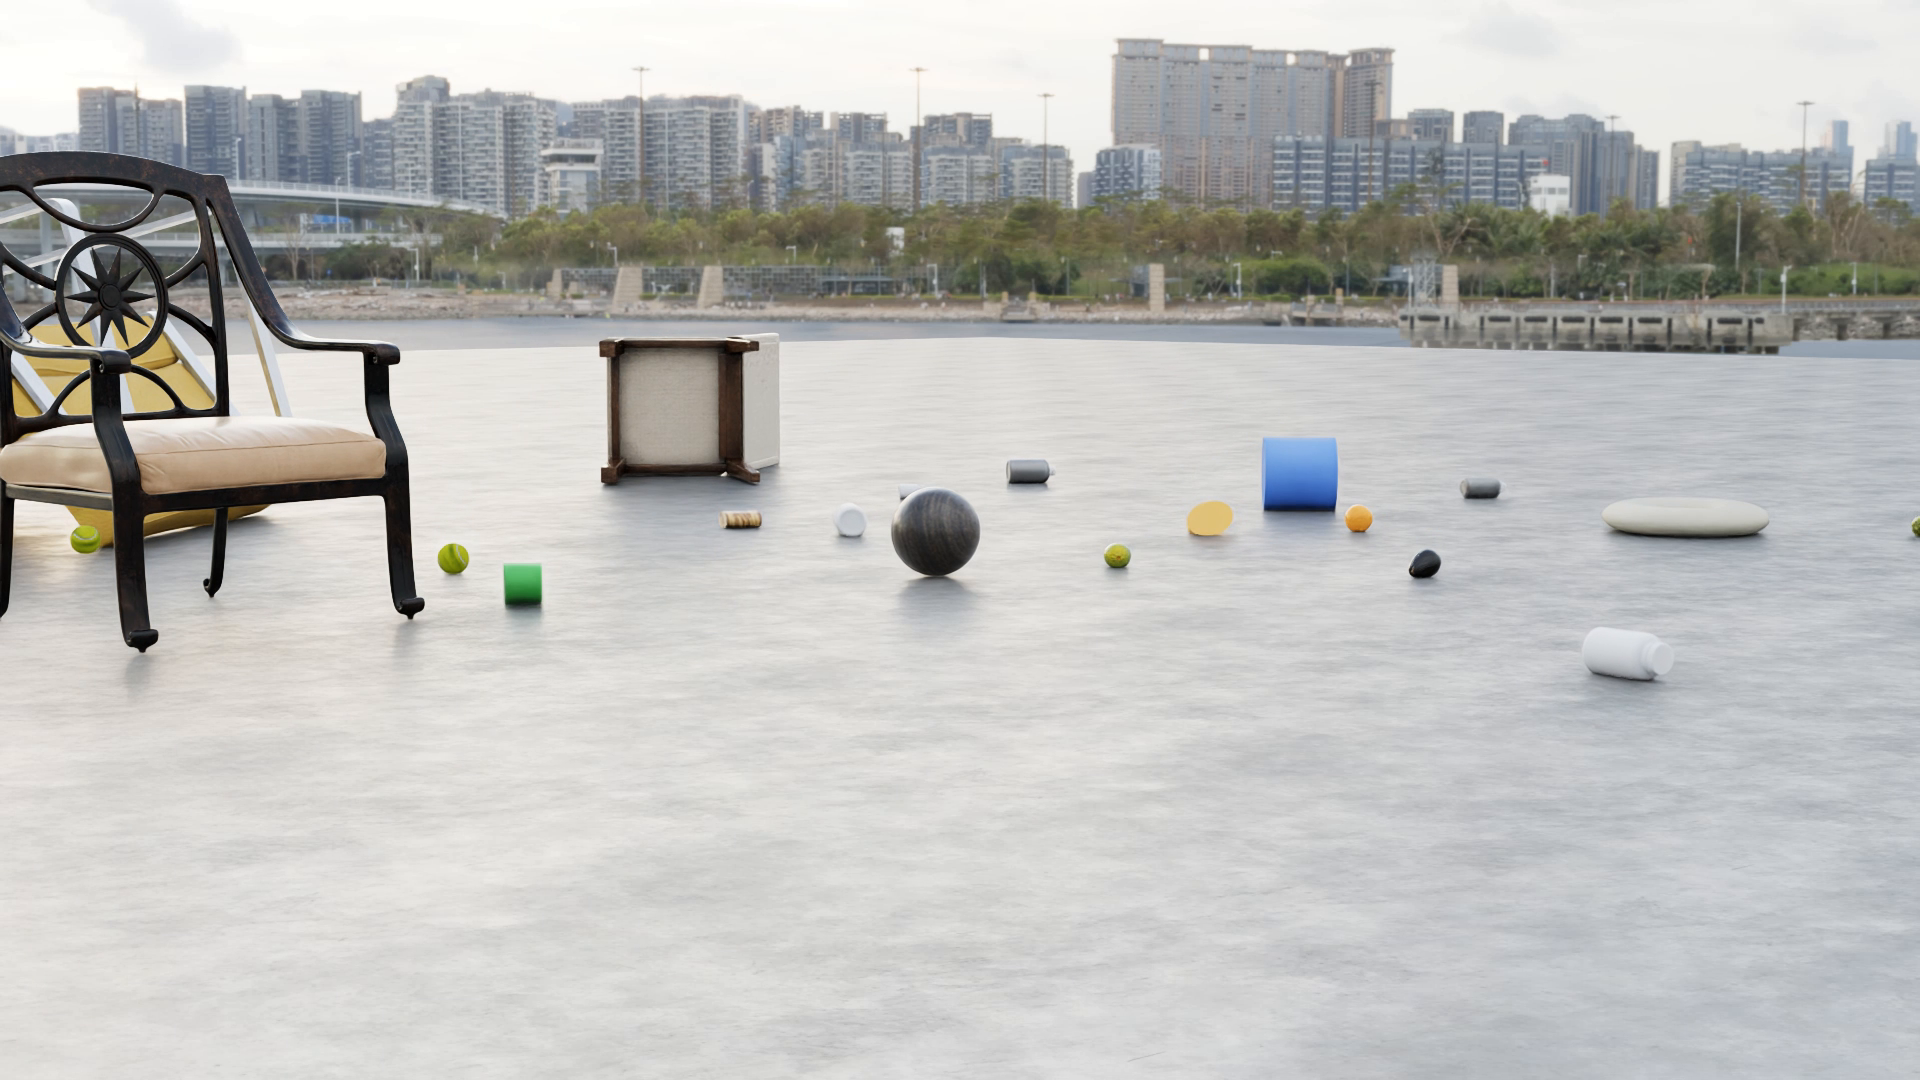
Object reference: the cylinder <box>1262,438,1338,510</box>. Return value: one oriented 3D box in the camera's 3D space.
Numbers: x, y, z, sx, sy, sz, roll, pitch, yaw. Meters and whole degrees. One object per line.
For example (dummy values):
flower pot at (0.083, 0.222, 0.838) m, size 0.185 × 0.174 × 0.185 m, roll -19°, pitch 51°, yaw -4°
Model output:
cylinder at (0.959, -0.188, 7.257) m, size 0.201 × 0.196 × 0.204 m, roll 0°, pitch 50°, yaw 3°

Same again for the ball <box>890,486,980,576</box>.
ball at (-0.054, -0.019, 5.634) m, size 0.197 × 0.197 × 0.197 m, roll 0°, pitch 6°, yaw 0°

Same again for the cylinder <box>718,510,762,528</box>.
cylinder at (-0.577, -0.055, 6.731) m, size 0.095 × 0.044 × 0.081 m, roll -2°, pitch 7°, yaw -21°

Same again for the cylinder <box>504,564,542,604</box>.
cylinder at (-0.880, 0.089, 5.162) m, size 0.073 × 0.070 × 0.096 m, roll -1°, pitch -28°, yaw -12°

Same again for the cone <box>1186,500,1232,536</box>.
cone at (0.615, -0.042, 6.602) m, size 0.128 × 0.089 × 0.169 m, roll -16°, pitch -5°, yaw -16°

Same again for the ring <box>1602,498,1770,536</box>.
ring at (1.878, -0.060, 6.642) m, size 0.417 × 0.073 × 0.451 m, roll 4°, pitch 8°, yaw 33°
